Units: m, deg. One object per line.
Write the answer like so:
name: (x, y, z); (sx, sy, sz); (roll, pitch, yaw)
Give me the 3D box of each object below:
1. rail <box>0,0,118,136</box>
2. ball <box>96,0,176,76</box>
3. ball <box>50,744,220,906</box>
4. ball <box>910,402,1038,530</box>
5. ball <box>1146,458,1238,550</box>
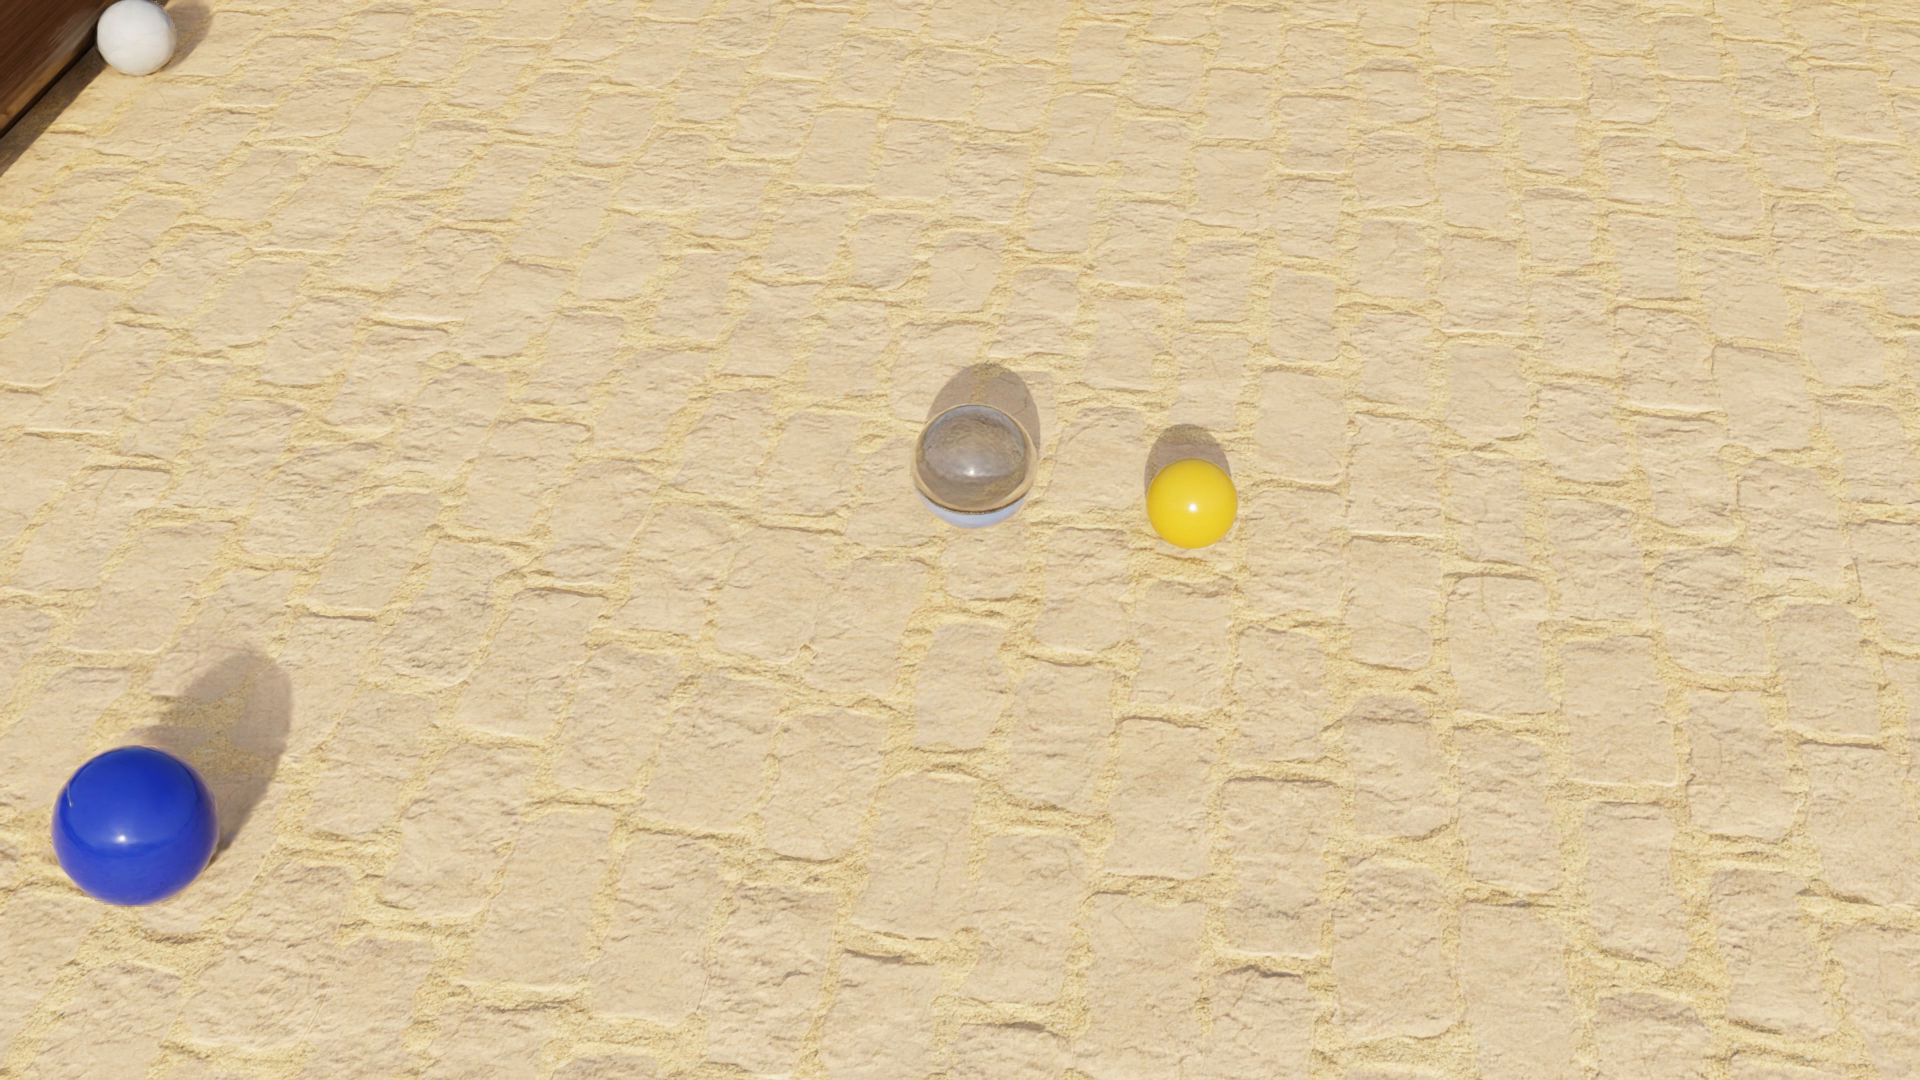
rail: (-0.936, -0.093, 1.855); (0.045, 0.123, 2.283); (5, 35, 6)
ball: (-0.787, -0.480, 2.451); (0.073, 0.073, 0.073); (0, 35, 0)
ball: (-0.485, 0.168, 1.511); (0.095, 0.095, 0.095); (0, 35, 0)
ball: (0.010, -0.052, 1.828); (0.090, 0.090, 0.090); (0, 35, 0)
ball: (0.164, -0.026, 1.812); (0.065, 0.065, 0.065); (0, 35, 0)
